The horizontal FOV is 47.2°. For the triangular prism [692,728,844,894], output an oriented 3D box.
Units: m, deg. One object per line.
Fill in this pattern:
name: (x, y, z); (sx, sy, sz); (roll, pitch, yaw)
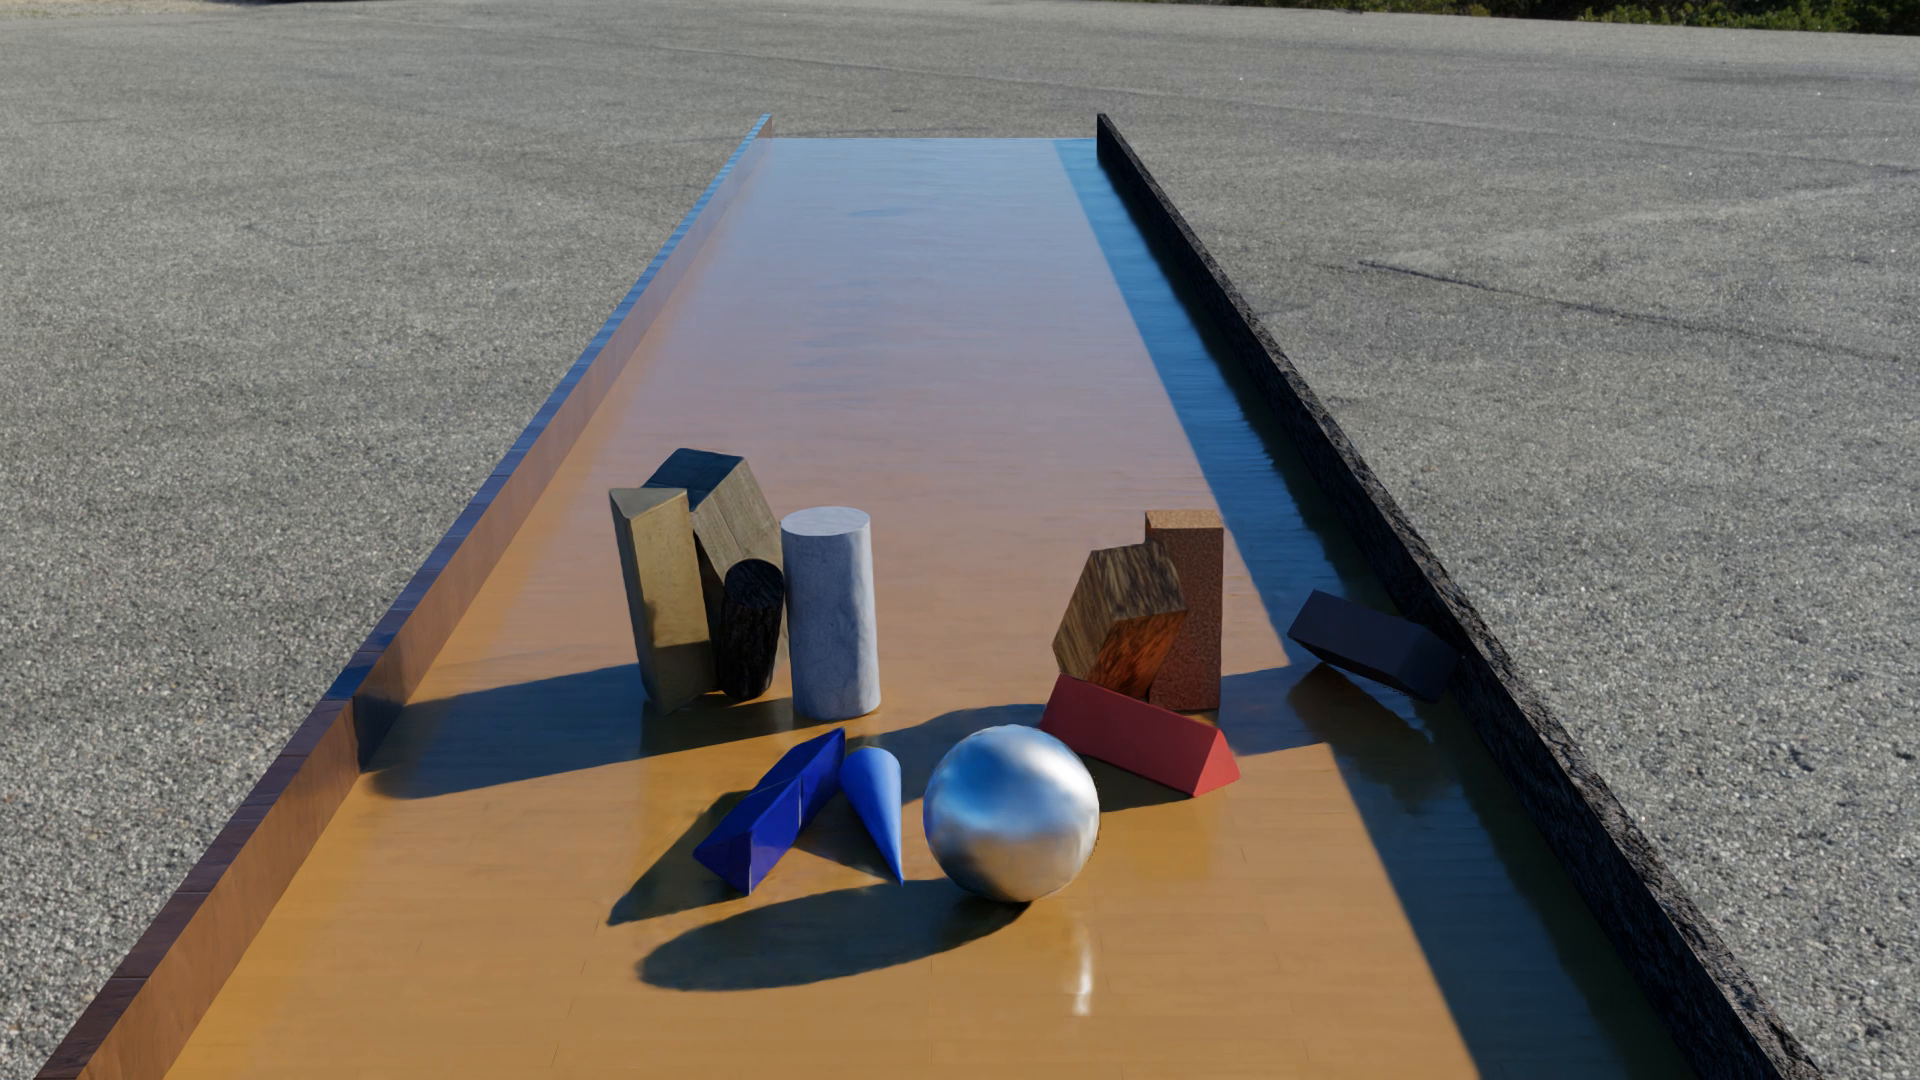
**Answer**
triangular prism: (-0.284, 0.419, 3.578); (0.108, 0.093, 0.451); (36, 22, 4)

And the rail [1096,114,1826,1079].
rail: (0.932, -0.844, 7.801); (0.050, 0.150, 12.000); (0, 17, -1)

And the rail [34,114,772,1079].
rail: (-1.118, -0.838, 7.780); (0.050, 0.150, 12.000); (0, 17, -1)

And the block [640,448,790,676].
block: (-0.456, 0.044, 4.281); (0.176, 0.412, 0.176); (10, 47, 38)

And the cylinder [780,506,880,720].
cylinder: (-0.241, 0.136, 4.111); (0.166, 0.365, 0.166); (-2, 20, 1)

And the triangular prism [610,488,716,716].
triangular prism: (-0.579, 0.104, 4.110); (0.127, 0.413, 0.147); (16, 34, 37)

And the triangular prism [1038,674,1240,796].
triangular prism: (0.314, 0.335, 3.905); (0.123, 0.106, 0.381); (-14, 22, -41)

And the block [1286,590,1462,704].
block: (0.791, 0.201, 4.226); (0.107, 0.107, 0.373); (34, -5, -25)

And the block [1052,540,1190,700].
block: (0.290, 0.161, 4.041); (0.142, 0.362, 0.142); (-8, 62, -15)

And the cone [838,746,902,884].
cone: (-0.121, 0.467, 3.564); (0.106, 0.106, 0.333); (-3, 27, -11)

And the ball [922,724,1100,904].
ball: (0.078, 0.417, 3.351); (0.270, 0.270, 0.270); (0, 17, 0)

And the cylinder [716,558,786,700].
cylinder: (-0.394, 0.169, 4.108); (0.111, 0.312, 0.111); (5, 54, -7)

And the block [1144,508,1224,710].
block: (0.421, 0.130, 4.160); (0.133, 0.355, 0.133); (-1, 16, -1)
